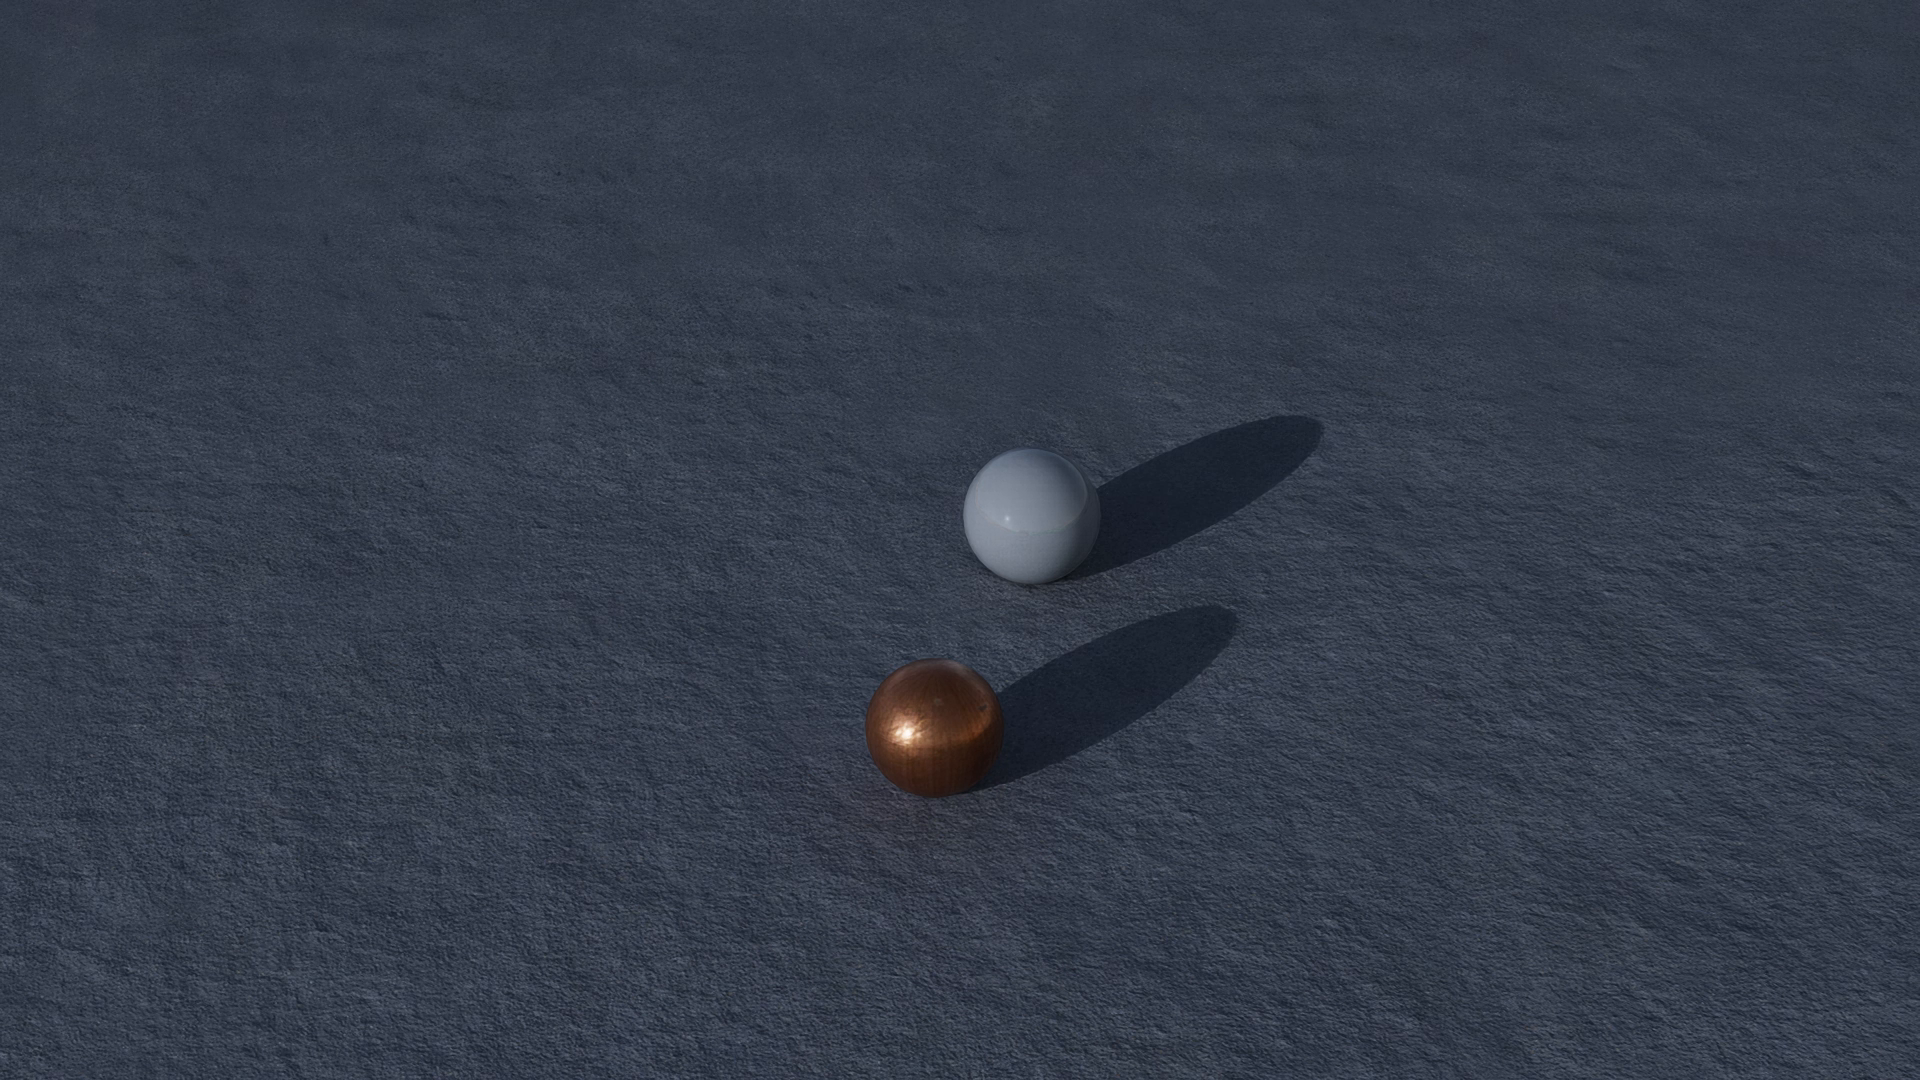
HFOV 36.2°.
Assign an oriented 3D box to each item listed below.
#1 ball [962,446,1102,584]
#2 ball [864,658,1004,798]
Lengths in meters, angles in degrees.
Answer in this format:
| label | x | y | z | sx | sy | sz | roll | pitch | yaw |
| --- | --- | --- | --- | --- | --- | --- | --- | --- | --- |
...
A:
| label | x | y | z | sx | sy | sz | roll | pitch | yaw |
| --- | --- | --- | --- | --- | --- | --- | --- | --- | --- |
| ball | 0.040 | -0.014 | 1.639 | 0.077 | 0.077 | 0.077 | 0 | 32 | 0 |
| ball | -0.013 | 0.094 | 1.471 | 0.070 | 0.070 | 0.070 | 0 | 32 | 0 |
